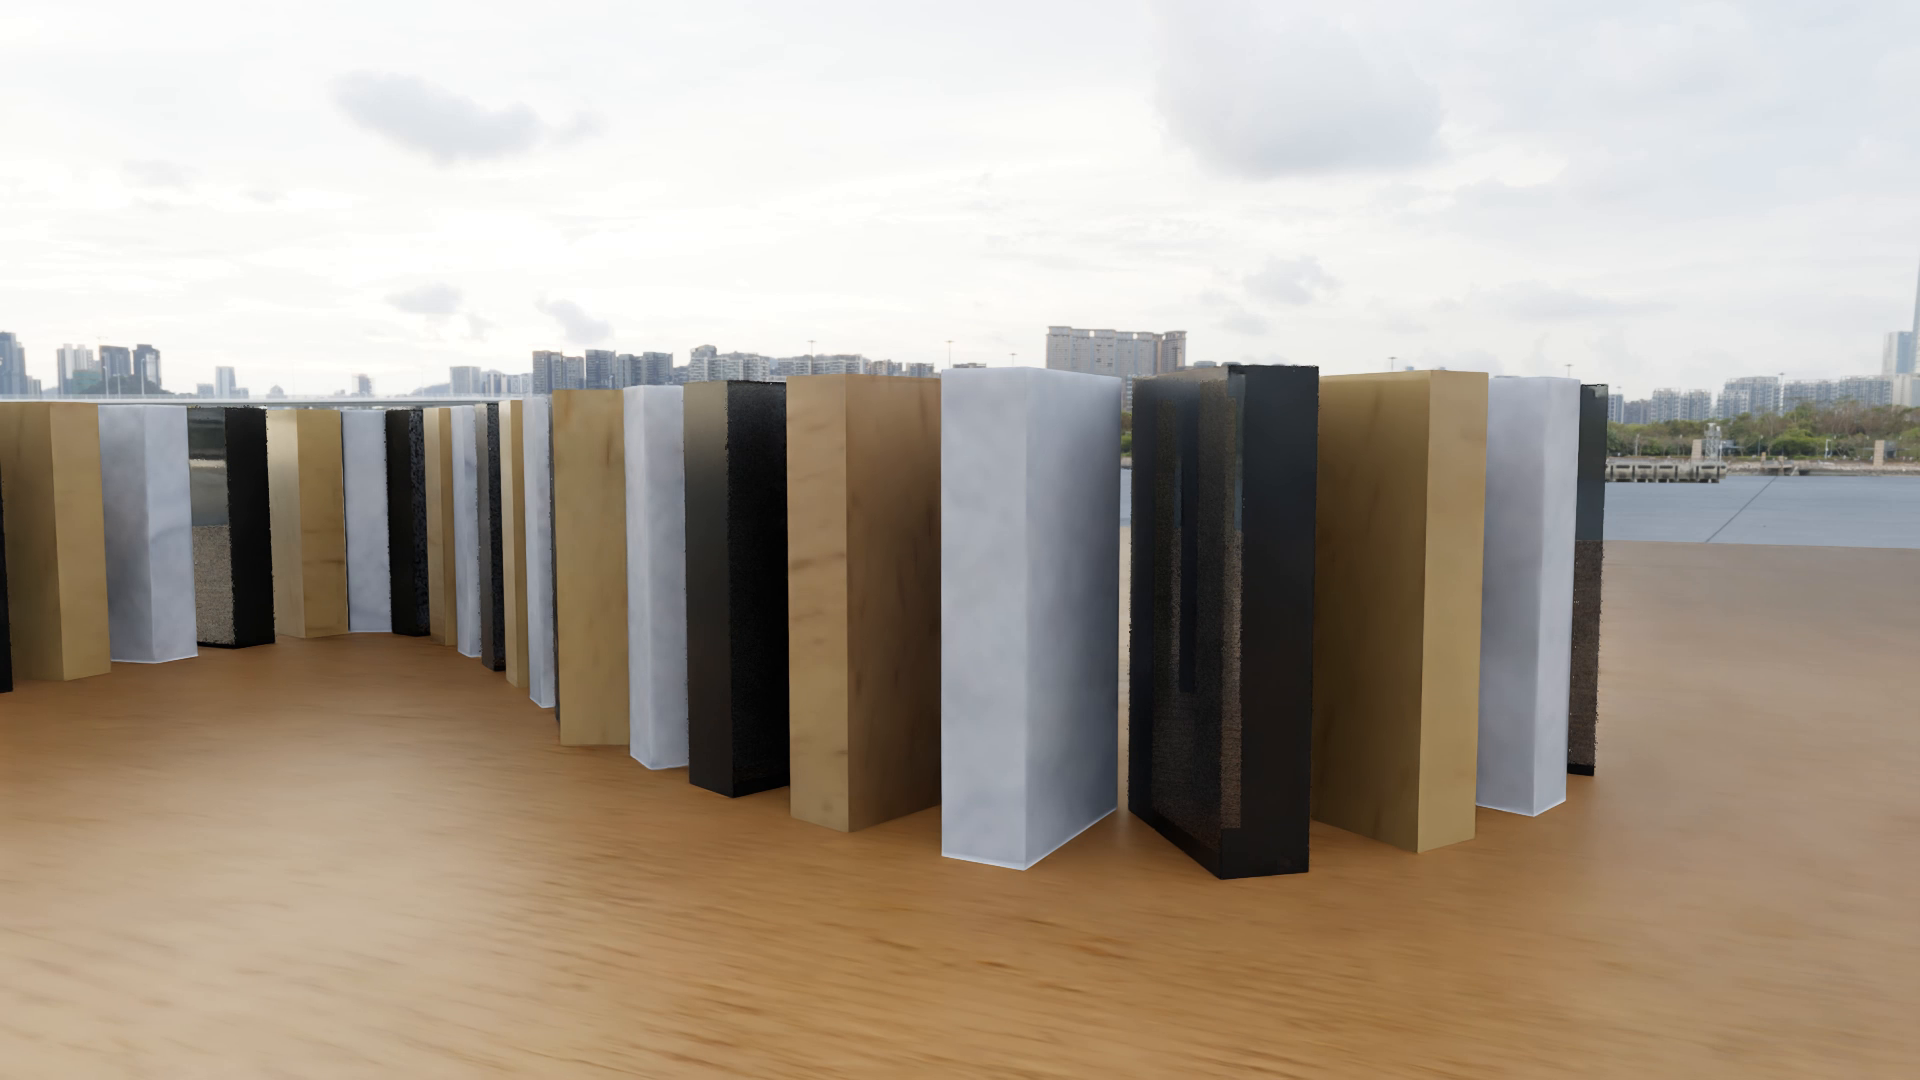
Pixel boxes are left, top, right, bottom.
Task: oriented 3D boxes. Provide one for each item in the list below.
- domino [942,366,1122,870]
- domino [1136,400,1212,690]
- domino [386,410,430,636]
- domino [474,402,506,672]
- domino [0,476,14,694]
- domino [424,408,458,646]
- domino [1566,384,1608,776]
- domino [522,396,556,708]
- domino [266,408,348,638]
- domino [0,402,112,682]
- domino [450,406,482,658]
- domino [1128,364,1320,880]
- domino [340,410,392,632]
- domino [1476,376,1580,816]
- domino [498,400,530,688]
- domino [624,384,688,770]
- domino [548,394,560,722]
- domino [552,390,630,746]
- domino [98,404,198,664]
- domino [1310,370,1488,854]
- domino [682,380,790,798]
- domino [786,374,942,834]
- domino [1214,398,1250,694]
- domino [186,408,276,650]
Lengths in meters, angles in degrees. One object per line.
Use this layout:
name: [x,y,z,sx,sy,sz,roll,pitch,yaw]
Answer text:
domino: [0.008,0.007,0.139,0.009,0.050,0.025,2,5,28]
domino: [0.038,0.000,0.232,0.009,0.050,0.025,0,4,2]
domino: [-0.116,-0.004,0.294,0.009,0.050,0.025,3,5,36]
domino: [-0.079,-0.001,0.249,0.025,0.050,0.010,-3,5,-33]
domino: [-0.176,0.001,0.217,0.025,0.050,0.009,1,4,12]
domino: [-0.102,-0.003,0.281,0.025,0.050,0.009,-4,6,-40]
domino: [0.072,0.005,0.172,0.025,0.050,0.010,2,5,26]
domino: [-0.059,0.001,0.215,0.025,0.050,0.009,-2,5,-30]
domino: [-0.150,-0.004,0.290,0.025,0.050,0.009,3,5,38]
domino: [-0.172,0.000,0.236,0.025,0.050,0.010,1,4,14]
domino: [-0.090,-0.002,0.265,0.025,0.050,0.009,-3,5,-35]
domino: [0.027,0.007,0.137,0.009,0.050,0.025,-1,4,-13]
domino: [-0.134,-0.005,0.301,0.009,0.050,0.025,0,4,-4]
domino: [0.060,0.006,0.157,0.009,0.050,0.025,-4,6,-44]
domino: [-0.069,0.000,0.232,0.025,0.050,0.009,-3,5,-31]
domino: [-0.032,0.004,0.176,0.025,0.050,0.010,-2,5,-30]
domino: [-0.049,0.003,0.198,0.025,0.050,0.009,-2,5,-29]
domino: [-0.044,0.004,0.185,0.025,0.050,0.009,-1,4,-7]
domino: [-0.167,-0.002,0.255,0.025,0.050,0.010,1,4,17]
domino: [0.045,0.007,0.145,0.009,0.050,0.025,-3,5,-33]
domino: [-0.022,0.005,0.164,0.025,0.050,0.010,-4,6,-44]
domino: [-0.008,0.006,0.151,0.009,0.050,0.025,4,6,41]
domino: [0.056,0.001,0.226,0.009,0.050,0.025,4,6,45]
domino: [-0.160,-0.003,0.273,0.025,0.050,0.009,2,5,23]
